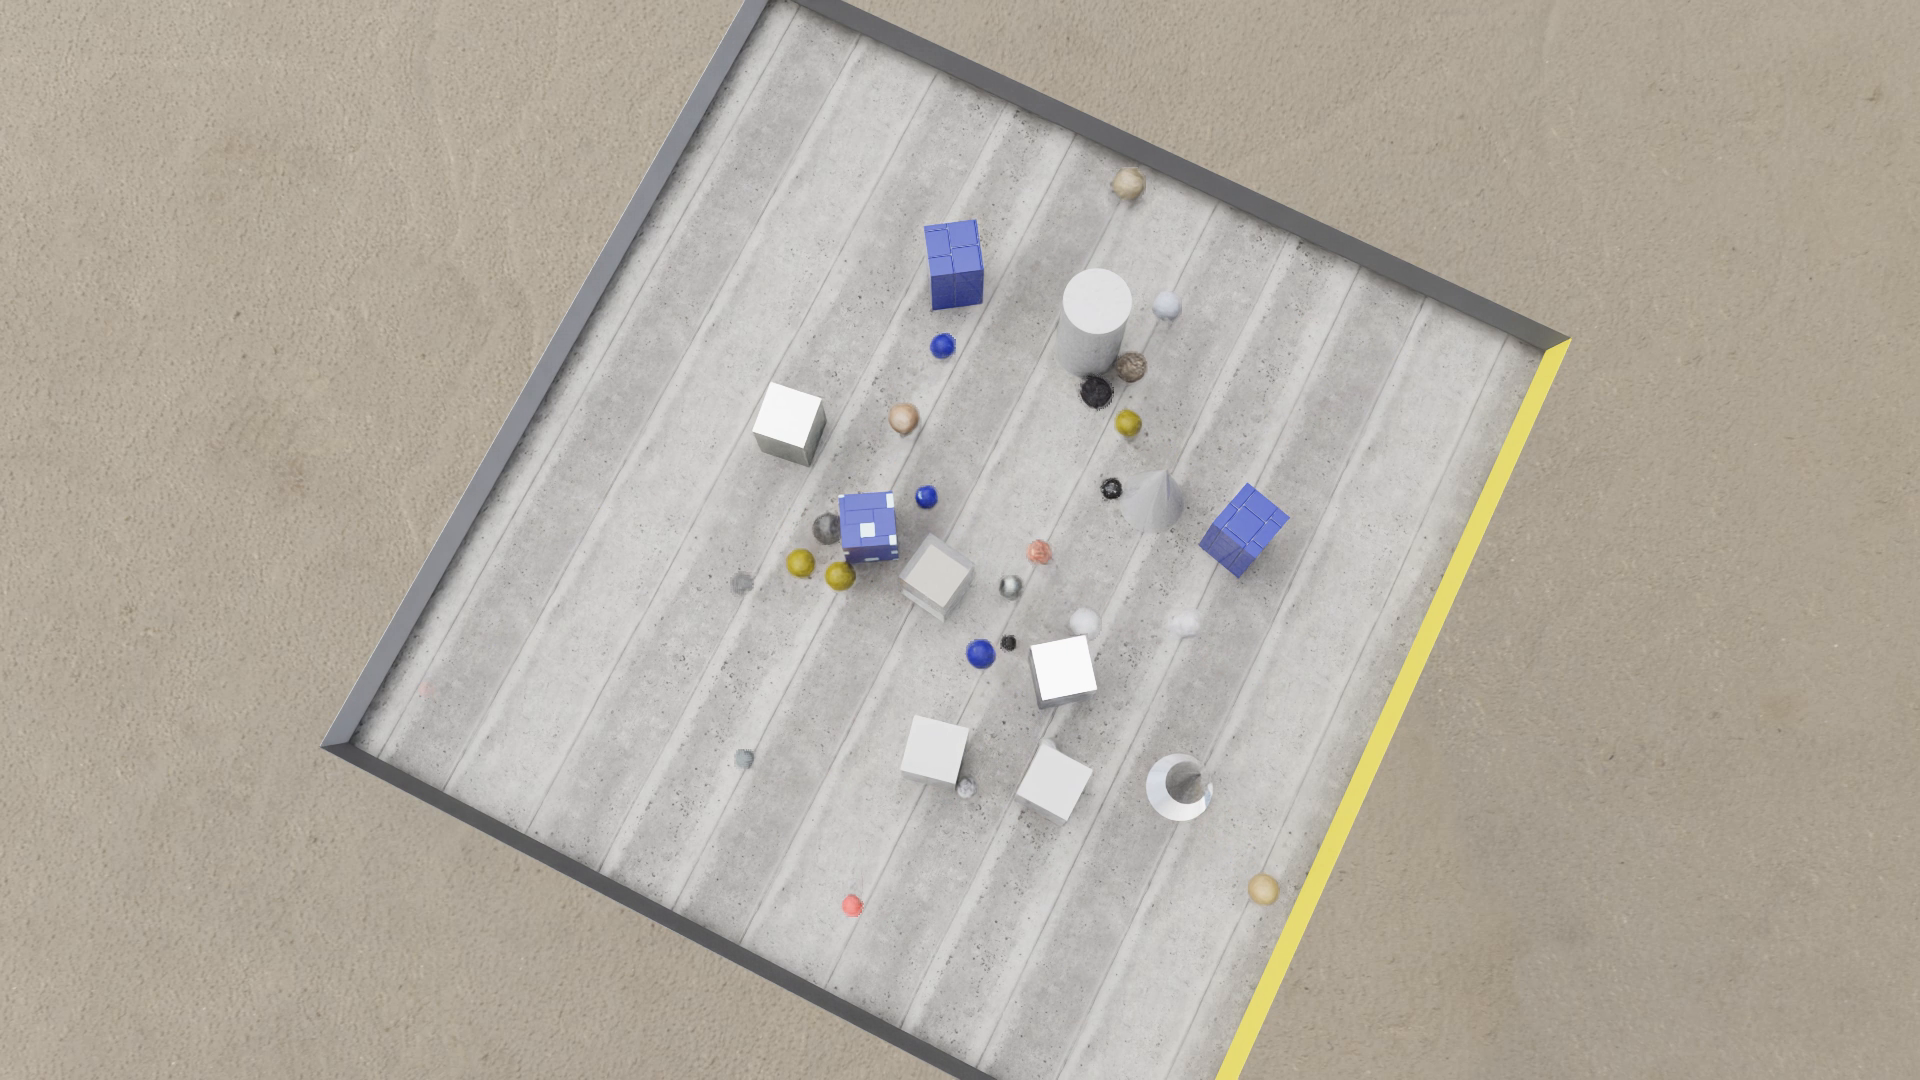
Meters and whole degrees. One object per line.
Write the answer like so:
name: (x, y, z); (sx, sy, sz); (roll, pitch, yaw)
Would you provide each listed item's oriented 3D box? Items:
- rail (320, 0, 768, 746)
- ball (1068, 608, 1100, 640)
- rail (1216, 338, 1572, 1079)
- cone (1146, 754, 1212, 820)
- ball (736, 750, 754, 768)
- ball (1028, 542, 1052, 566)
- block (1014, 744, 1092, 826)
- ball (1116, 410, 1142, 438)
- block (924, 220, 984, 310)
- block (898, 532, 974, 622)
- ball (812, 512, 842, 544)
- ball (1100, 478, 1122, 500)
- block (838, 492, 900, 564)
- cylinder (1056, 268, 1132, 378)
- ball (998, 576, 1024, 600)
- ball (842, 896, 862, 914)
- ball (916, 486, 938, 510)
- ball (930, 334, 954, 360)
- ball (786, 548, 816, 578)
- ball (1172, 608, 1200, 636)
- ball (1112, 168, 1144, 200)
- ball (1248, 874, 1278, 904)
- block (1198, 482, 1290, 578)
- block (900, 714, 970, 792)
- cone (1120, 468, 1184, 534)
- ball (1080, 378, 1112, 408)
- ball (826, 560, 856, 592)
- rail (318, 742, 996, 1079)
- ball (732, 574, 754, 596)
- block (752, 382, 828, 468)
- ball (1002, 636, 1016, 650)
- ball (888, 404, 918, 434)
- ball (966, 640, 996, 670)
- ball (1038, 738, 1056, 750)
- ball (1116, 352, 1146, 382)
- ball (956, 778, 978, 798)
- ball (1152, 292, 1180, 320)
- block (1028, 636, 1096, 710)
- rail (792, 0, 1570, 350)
rail: (-1.229, -0.595, 5.672); (0.045, 0.130, 2.797); (26, 80, 5)
ball: (0.375, 0.253, 5.517); (0.093, 0.093, 0.093); (0, 78, 0)
rail: (1.229, 0.609, 5.423); (0.045, 0.130, 2.797); (26, 80, 5)
cone: (0.655, 0.687, 5.223); (0.200, 0.493, 0.200); (0, 78, 0)
ball: (-0.641, 0.653, 5.453); (0.055, 0.055, 0.055); (0, 78, 0)
ball: (0.243, 0.040, 5.571); (0.073, 0.073, 0.073); (0, 78, 0)
block: (0.267, 0.712, 5.309); (0.160, 0.313, 0.160); (28, 80, 5)
ball: (0.520, -0.358, 5.649); (0.081, 0.081, 0.081); (0, 78, 0)
block: (-0.019, -0.842, 5.631); (0.160, 0.314, 0.160); (-8, 78, -2)
block: (-0.068, 0.115, 5.451); (0.160, 0.278, 0.160); (34, 80, 7)
ball: (-0.401, -0.035, 5.575); (0.096, 0.096, 0.096); (0, 78, 0)
ball: (0.464, -0.156, 5.615); (0.066, 0.066, 0.066); (0, 78, 0)
block: (-0.272, -0.036, 5.502); (0.160, 0.240, 0.160); (-4, 78, -1)
cylinder: (0.398, -0.647, 5.525); (0.200, 0.443, 0.200); (0, 78, 0)
ball: (0.154, 0.146, 5.549); (0.074, 0.074, 0.074); (0, 78, 0)
ball: (-0.317, 1.068, 5.367); (0.056, 0.056, 0.056); (0, 78, 0)
ball: (-0.102, -0.129, 5.608); (0.069, 0.069, 0.069); (0, 78, 0)
ball: (-0.056, -0.601, 5.702); (0.076, 0.076, 0.076); (0, 78, 0)
ball: (-0.483, 0.068, 5.557); (0.089, 0.089, 0.089); (0, 78, 0)
ball: (0.683, 0.249, 5.522); (0.084, 0.084, 0.084); (0, 78, 0)
ball: (0.533, -1.127, 5.799); (0.100, 0.100, 0.100); (0, 78, 0)
ball: (0.886, 1.020, 5.360); (0.090, 0.090, 0.090); (0, 78, 0)
block: (0.842, -0.025, 5.456); (0.160, 0.325, 0.160); (40, 81, 8)
block: (-0.071, 0.622, 5.320); (0.160, 0.329, 0.160); (14, 79, 3)
cone: (0.590, -0.162, 5.436); (0.200, 0.420, 0.200); (0, 78, 0)
ball: (0.420, -0.456, 5.663); (0.094, 0.094, 0.094); (0, 78, 0)
ball: (-0.360, 0.109, 5.547); (0.092, 0.092, 0.092); (0, 78, 0)
rail: (-0.615, 1.211, 5.299); (2.796, 0.130, 0.045); (26, 80, 5)
ball: (-0.660, 0.135, 5.554); (0.068, 0.068, 0.068); (0, 78, 0)
block: (-0.514, -0.347, 5.563); (0.160, 0.246, 0.160); (18, 79, 4)
ball: (0.148, 0.311, 5.528); (0.046, 0.046, 0.046); (0, 78, 0)
ball: (-0.173, -0.373, 5.646); (0.094, 0.094, 0.094); (0, 78, 0)
ball: (0.064, 0.345, 5.501); (0.087, 0.087, 0.087); (0, 78, 0)
ball: (0.261, 0.618, 5.463); (0.051, 0.051, 0.051); (0, 78, 0)
ball: (0.531, -0.535, 5.680); (0.092, 0.092, 0.092); (0, 78, 0)
ball: (0.021, 0.736, 5.433); (0.061, 0.061, 0.061); (0, 78, 0)
ball: (0.645, -0.731, 5.723); (0.088, 0.088, 0.088); (0, 78, 0)
block: (0.299, 0.393, 5.404); (0.160, 0.257, 0.160); (-11, 79, -2)
rail: (0.615, -1.197, 5.797); (2.796, 0.130, 0.045); (26, 80, 5)
